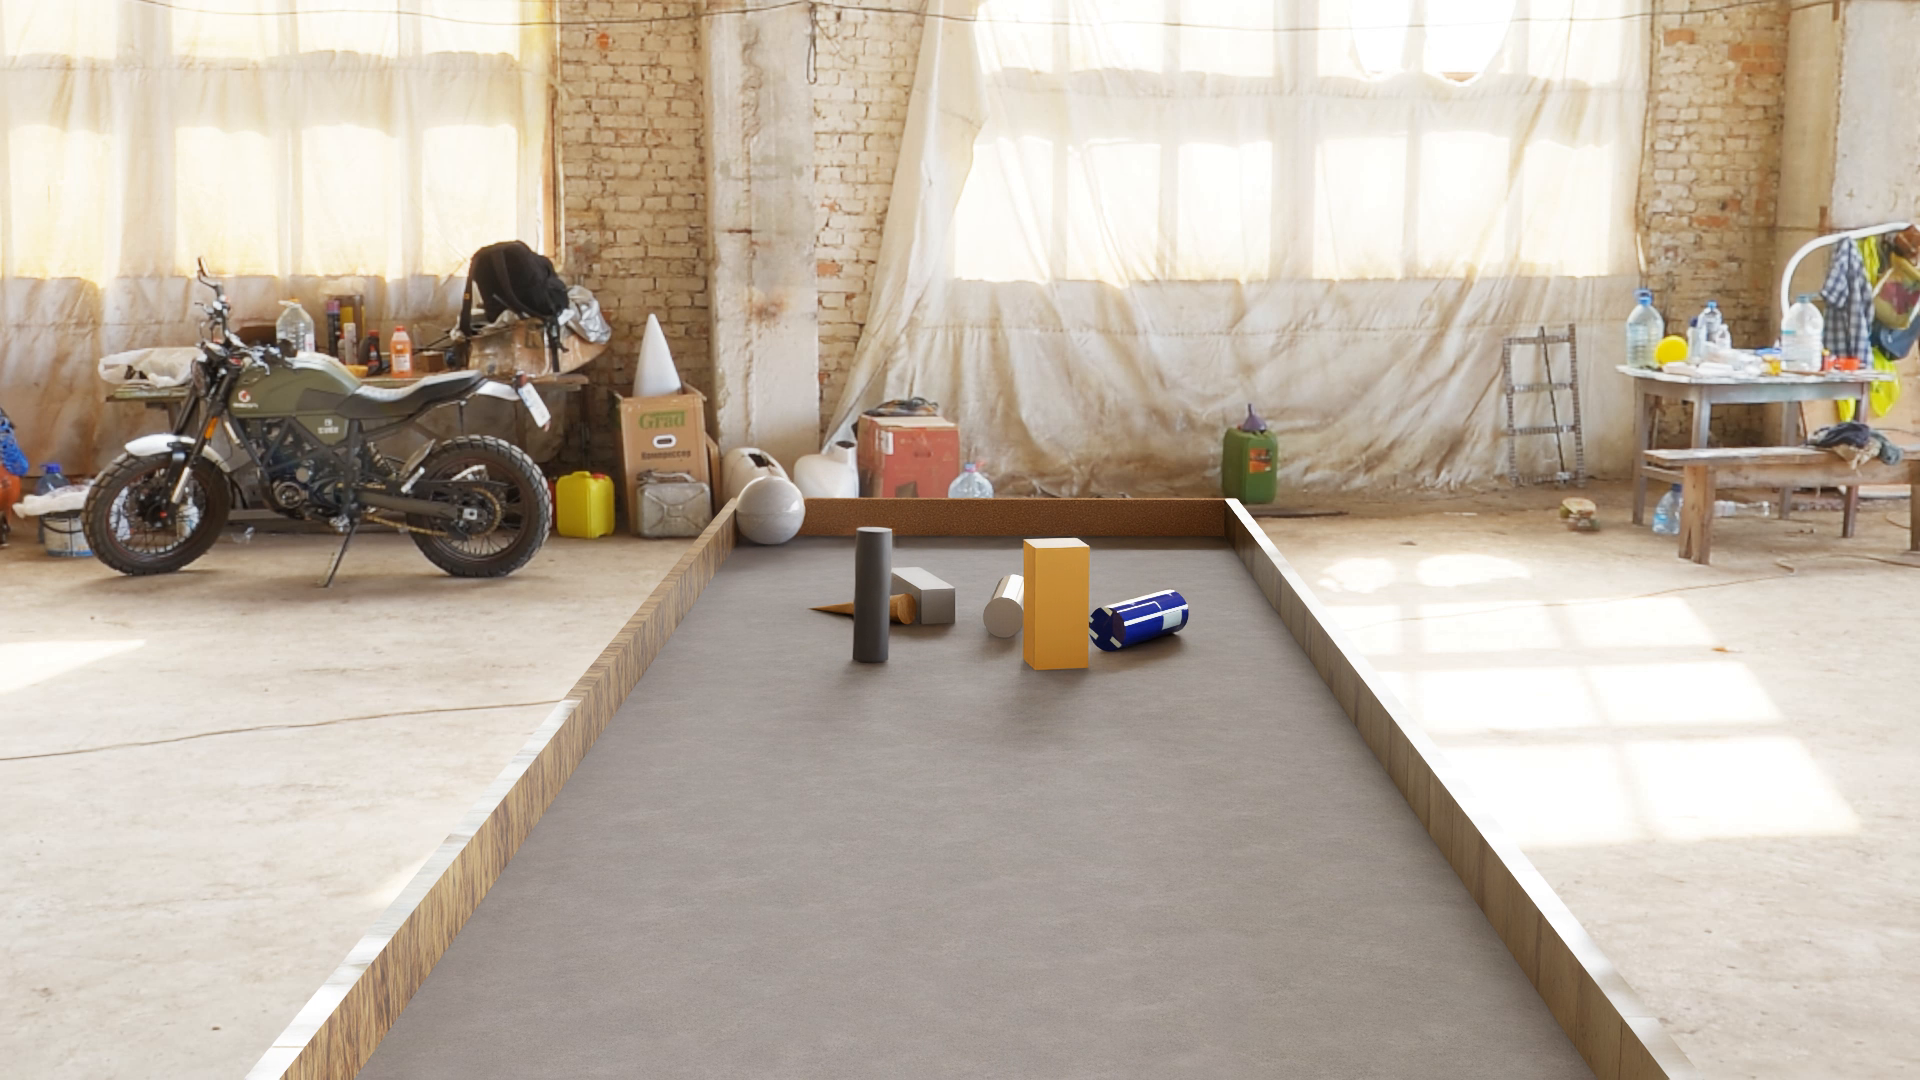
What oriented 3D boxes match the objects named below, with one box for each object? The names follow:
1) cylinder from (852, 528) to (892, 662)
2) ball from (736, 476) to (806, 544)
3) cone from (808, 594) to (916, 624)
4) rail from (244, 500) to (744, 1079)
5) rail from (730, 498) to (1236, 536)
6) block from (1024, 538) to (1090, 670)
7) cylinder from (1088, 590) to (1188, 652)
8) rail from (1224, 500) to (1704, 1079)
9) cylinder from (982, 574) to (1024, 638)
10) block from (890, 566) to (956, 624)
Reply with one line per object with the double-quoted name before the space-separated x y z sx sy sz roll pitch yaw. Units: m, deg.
"cylinder" -0.266 0.165 6.686 0.109 0.397 0.109 2 7 0
"ball" -0.765 -0.120 8.876 0.279 0.279 0.279 0 9 0
"cone" -0.349 0.231 7.389 0.440 0.101 0.101 -1 6 38
"rail" -1.004 0.839 3.234 0.050 0.150 12.000 0 9 1
"rail" 0.099 -0.098 9.147 2.100 0.150 0.050 0 9 1
"block" 0.289 0.191 6.627 0.164 0.368 0.164 -2 9 -11
"cylinder" 0.567 0.253 6.961 0.141 0.141 0.366 7 11 37
"rail" 1.046 0.843 3.208 0.050 0.150 12.000 0 9 1
"cylinder" 0.159 0.215 7.232 0.132 0.132 0.409 1 9 6
"block" -0.134 0.186 7.464 0.116 0.116 0.428 -3 9 -17
